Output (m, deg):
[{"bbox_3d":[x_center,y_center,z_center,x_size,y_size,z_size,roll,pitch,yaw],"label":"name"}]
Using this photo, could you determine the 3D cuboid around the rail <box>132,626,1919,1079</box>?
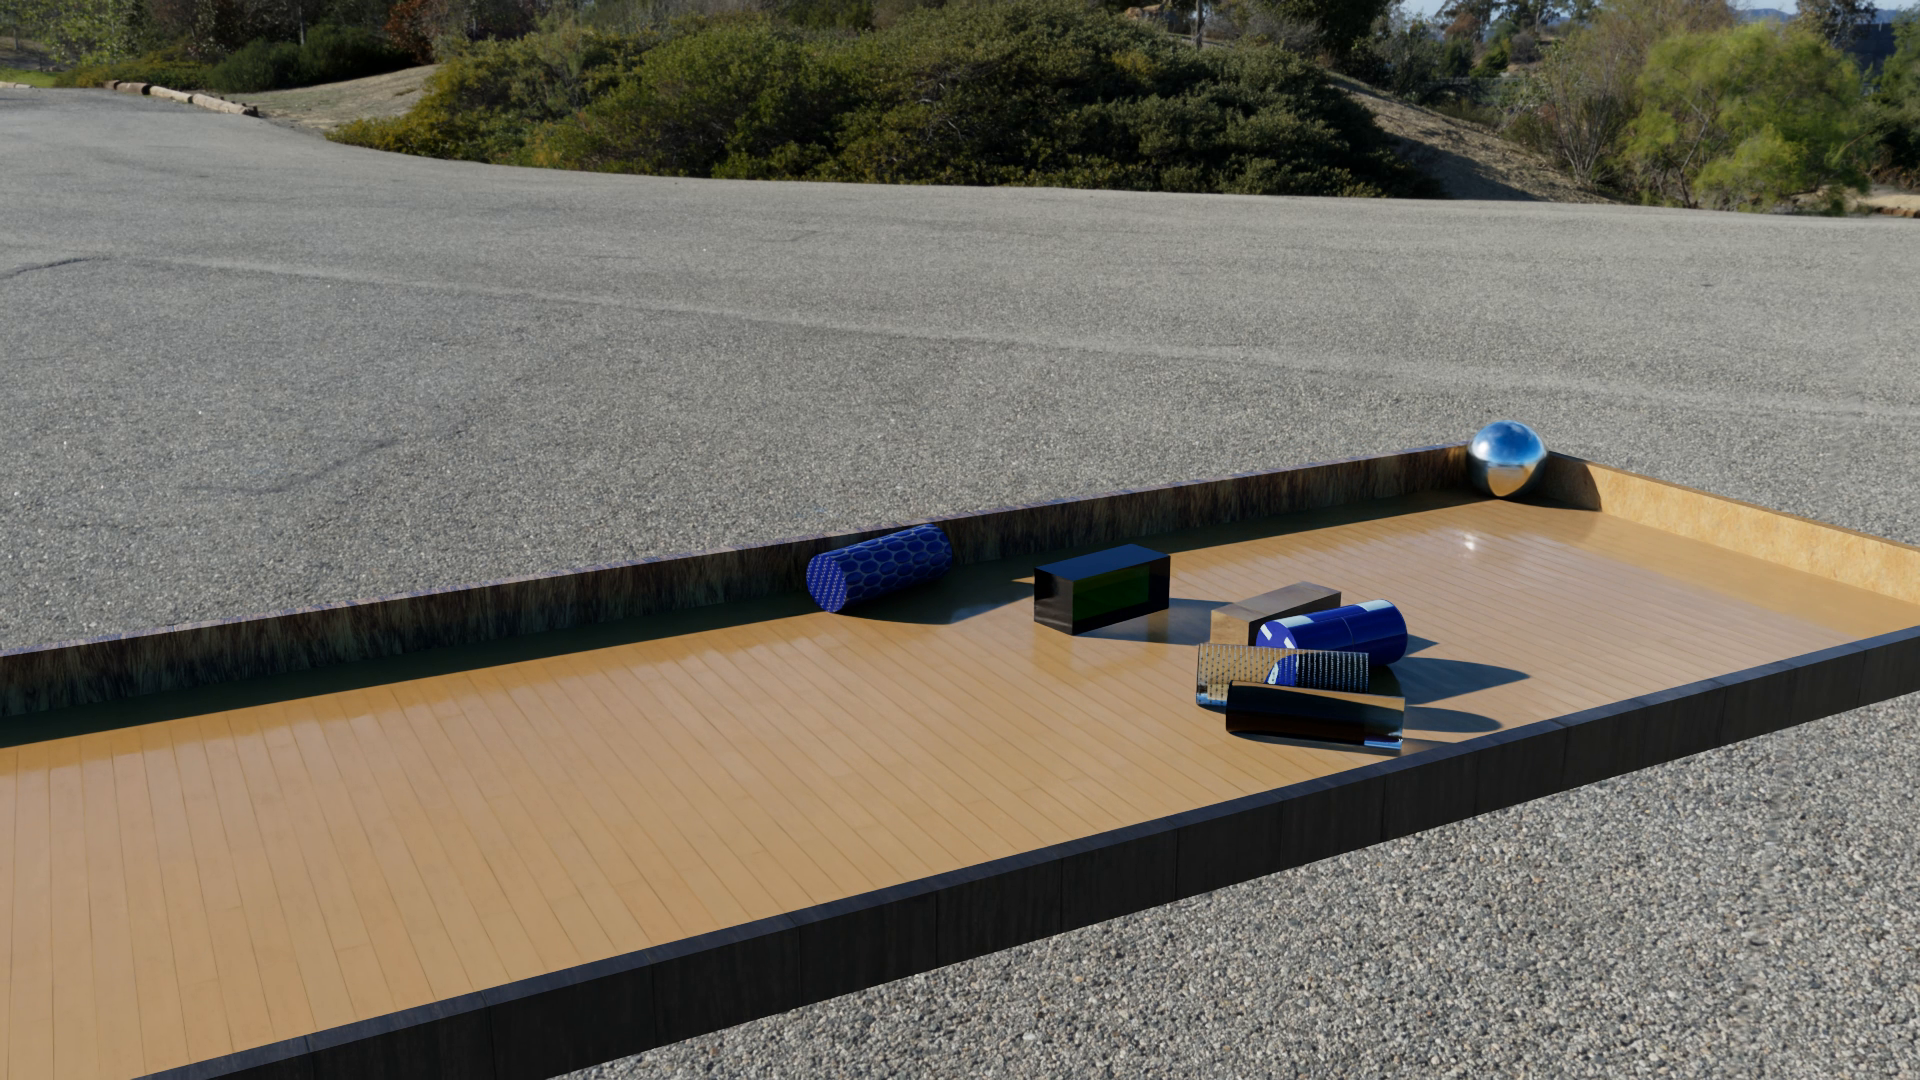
[{"bbox_3d":[-2.336,1.006,1.665,12.000,0.150,0.050,-9,18,-27],"label":"rail"}]

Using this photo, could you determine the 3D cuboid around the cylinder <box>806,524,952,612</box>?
[{"bbox_3d":[-0.230,0.078,4.791,0.168,0.168,0.428,15,22,41],"label":"cylinder"}]

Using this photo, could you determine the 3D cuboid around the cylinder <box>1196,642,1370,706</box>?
[{"bbox_3d":[0.772,0.333,3.957,0.398,0.150,0.150,3,17,10],"label":"cylinder"}]

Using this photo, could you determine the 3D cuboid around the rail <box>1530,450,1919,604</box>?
[{"bbox_3d":[2.466,-0.048,5.253,0.050,0.150,2.100,-9,18,-27],"label":"rail"}]

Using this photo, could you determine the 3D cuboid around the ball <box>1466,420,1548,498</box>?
[{"bbox_3d":[1.934,-0.287,5.841,0.277,0.277,0.277,0,16,0],"label":"ball"}]

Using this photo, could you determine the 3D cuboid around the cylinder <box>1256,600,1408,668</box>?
[{"bbox_3d":[0.941,0.259,4.171,0.351,0.168,0.168,-9,19,-27],"label":"cylinder"}]

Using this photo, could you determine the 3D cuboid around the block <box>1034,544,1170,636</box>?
[{"bbox_3d":[0.400,0.135,4.617,0.374,0.156,0.156,-13,21,-37],"label":"block"}]

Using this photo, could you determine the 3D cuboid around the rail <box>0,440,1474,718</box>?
[{"bbox_3d":[-3.305,0.497,3.399,12.000,0.150,0.050,-9,18,-27],"label":"rail"}]

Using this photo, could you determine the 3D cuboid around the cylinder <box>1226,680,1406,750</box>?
[{"bbox_3d":[0.813,0.400,3.780,0.392,0.121,0.121,5,17,15],"label":"cylinder"}]

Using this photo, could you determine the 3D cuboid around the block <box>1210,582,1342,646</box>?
[{"bbox_3d":[0.840,0.221,4.382,0.382,0.125,0.125,-14,21,-39],"label":"block"}]
